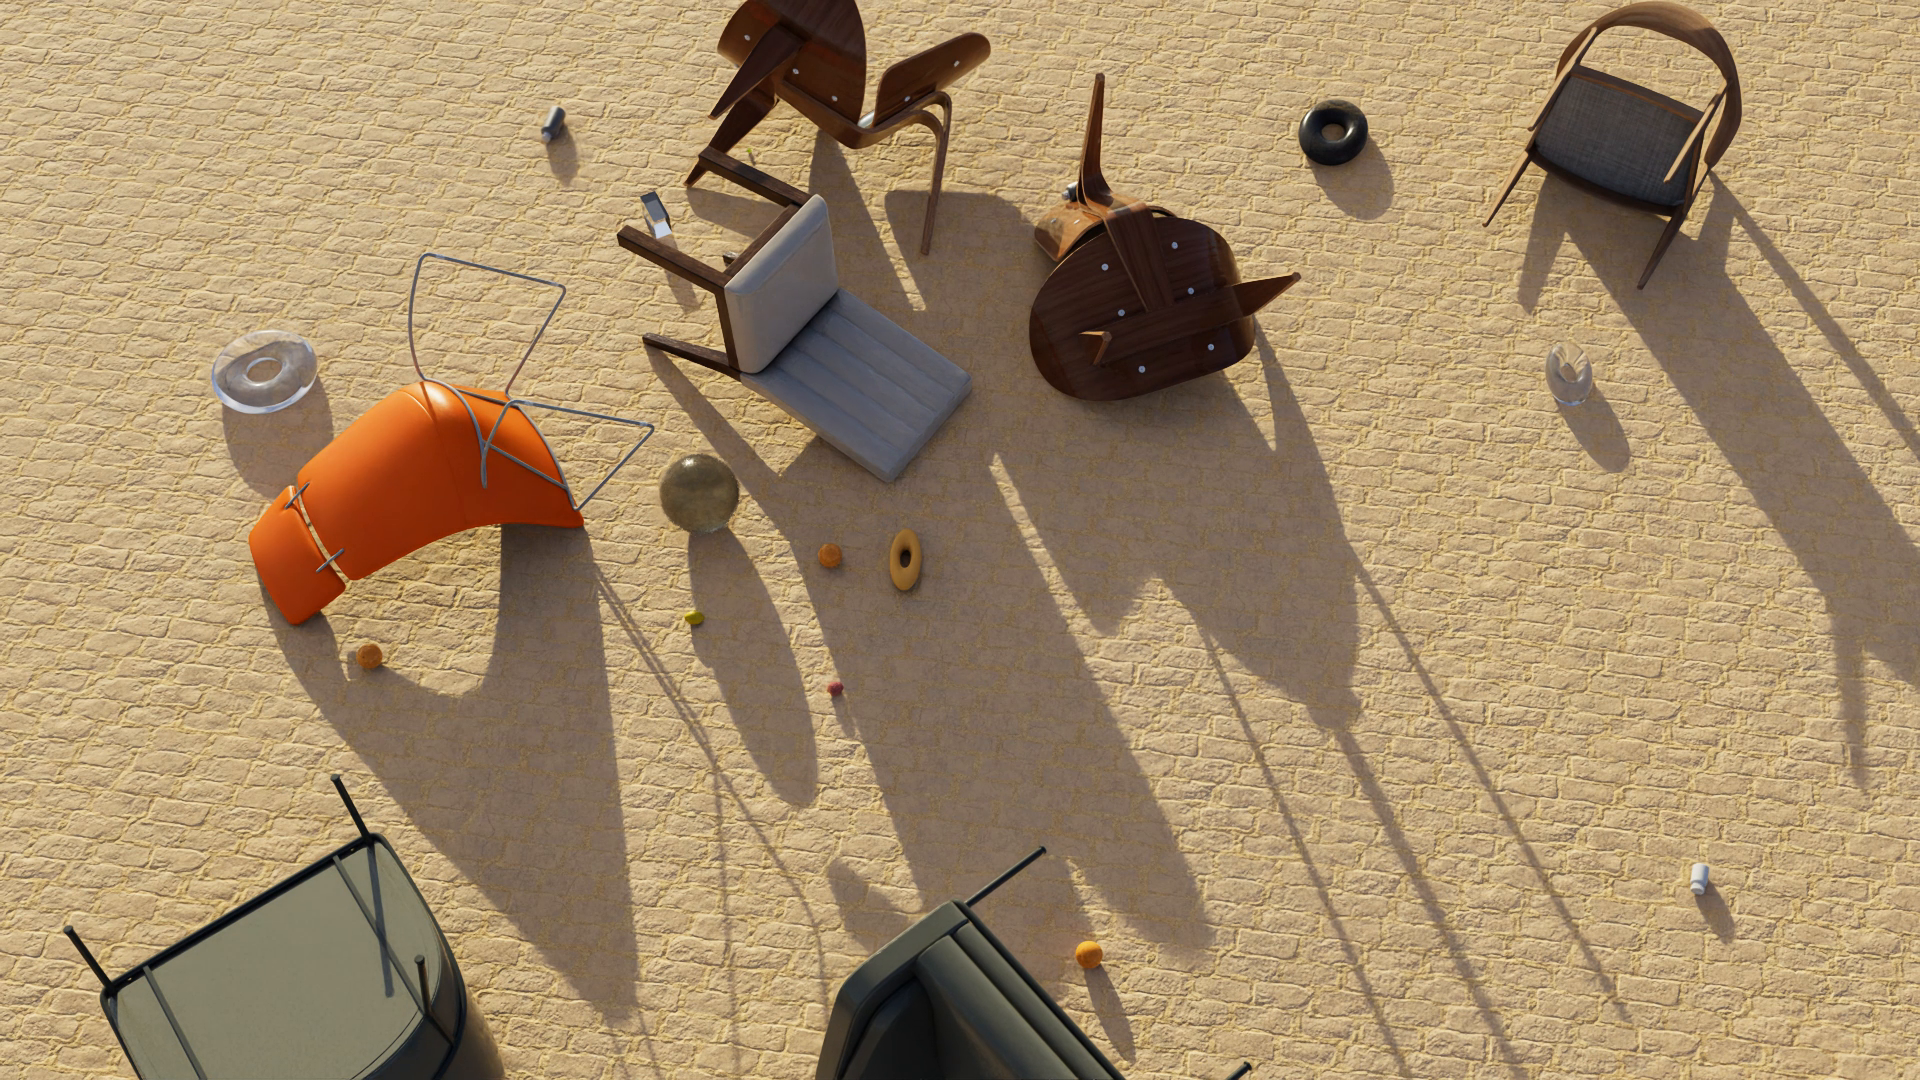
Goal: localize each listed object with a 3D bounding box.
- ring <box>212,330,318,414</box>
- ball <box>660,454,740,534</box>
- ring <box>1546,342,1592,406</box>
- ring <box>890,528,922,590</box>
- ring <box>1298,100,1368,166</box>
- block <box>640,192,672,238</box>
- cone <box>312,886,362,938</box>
[{"bbox_3d":[-2.175,-0.529,6.879,0.328,0.084,0.324,-26,59,-17],"label":"ring"},{"bbox_3d":[-0.773,-0.137,6.524,0.236,0.236,0.236,0,56,0],"label":"ball"},{"bbox_3d":[1.905,-0.521,6.883,0.146,0.069,0.239,1,57,2],"label":"ring"},{"bbox_3d":[-0.161,0.057,6.502,0.095,0.057,0.213,1,56,3],"label":"ring"},{"bbox_3d":[1.267,-1.385,7.465,0.234,0.063,0.305,15,57,11],"label":"ring"},{"bbox_3d":[-1.002,-1.072,7.244,0.055,0.081,0.125,-22,59,-14],"label":"block"},{"bbox_3d":[-1.683,0.994,5.882,0.126,0.088,0.150,-3,55,21],"label":"cone"}]
